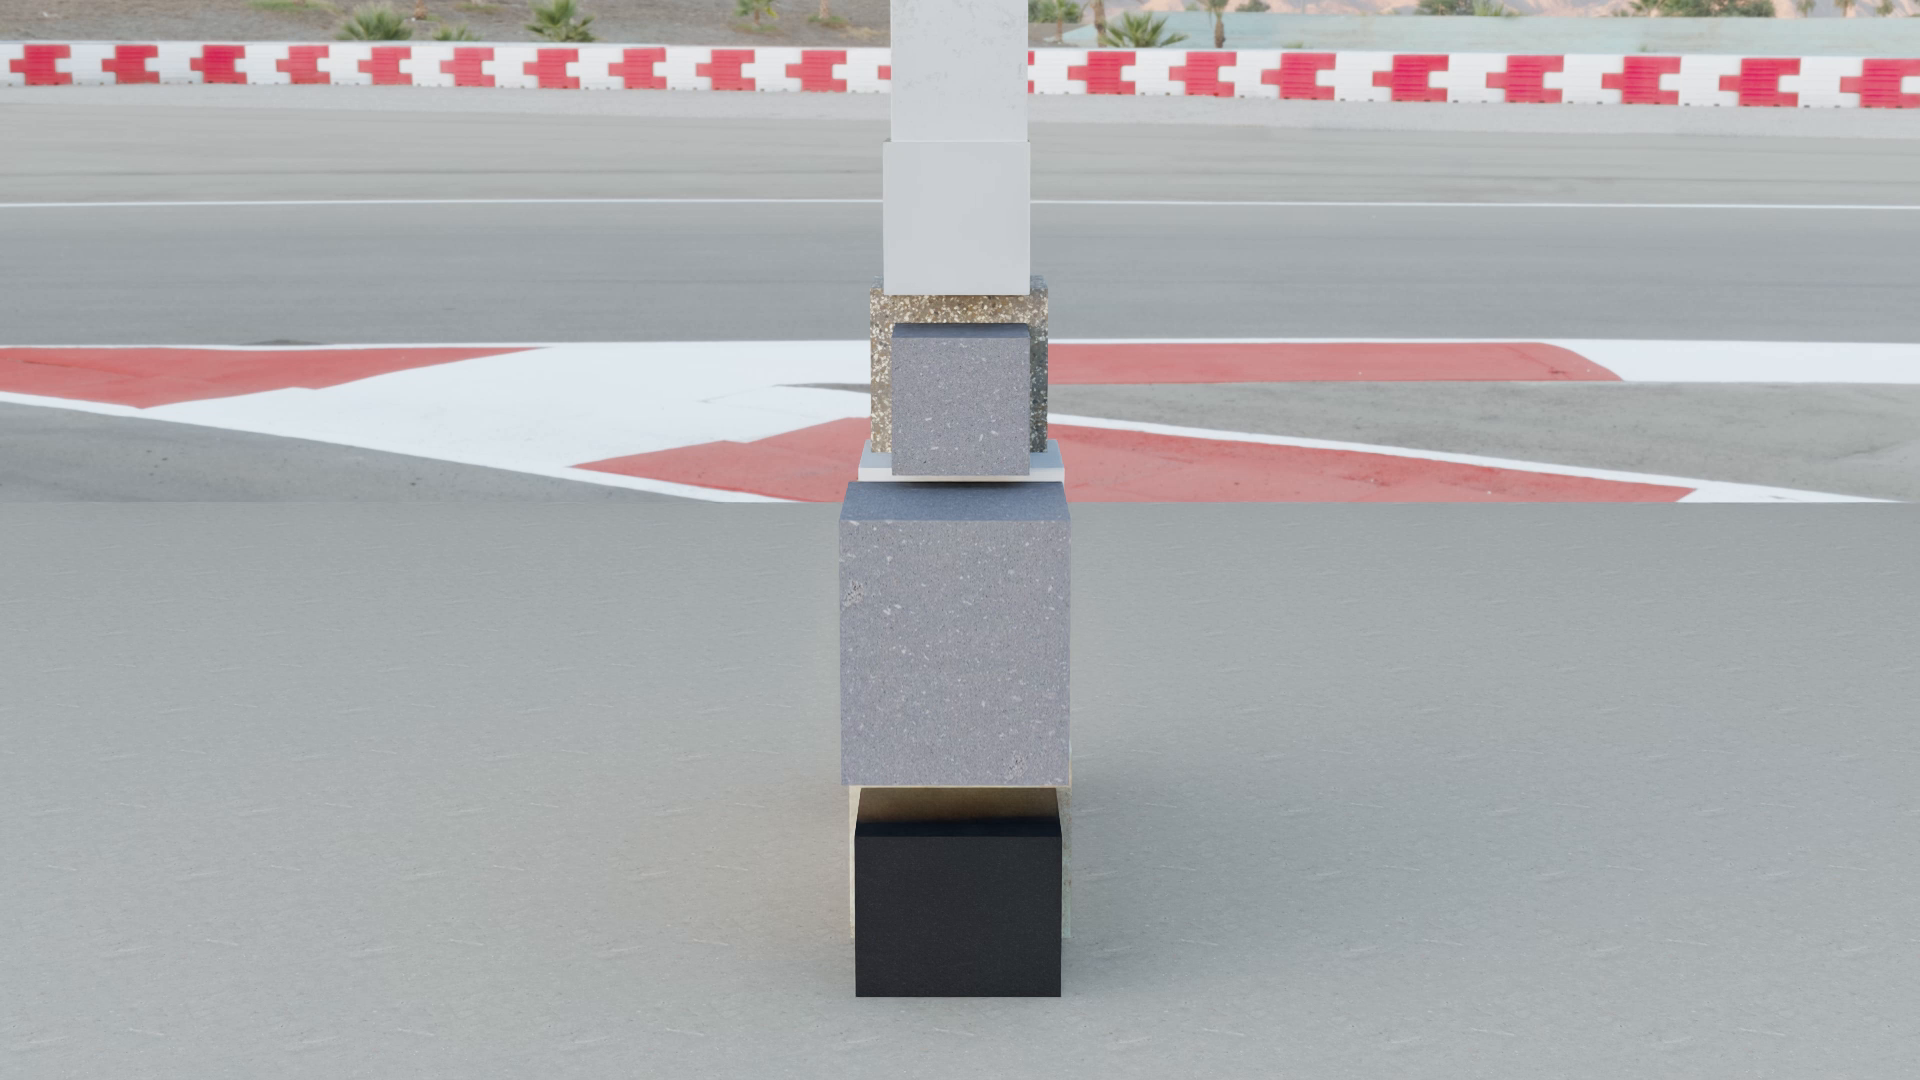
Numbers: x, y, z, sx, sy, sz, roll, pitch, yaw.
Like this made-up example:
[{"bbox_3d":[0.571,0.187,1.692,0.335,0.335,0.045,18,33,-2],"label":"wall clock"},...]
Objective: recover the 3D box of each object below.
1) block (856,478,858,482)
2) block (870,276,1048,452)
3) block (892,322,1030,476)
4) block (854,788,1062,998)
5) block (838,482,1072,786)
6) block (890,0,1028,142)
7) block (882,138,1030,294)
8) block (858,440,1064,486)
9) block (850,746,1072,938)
[{"bbox_3d":[-0.005,0.045,12.098,0.917,0.815,1.021,0,9,0],"label":"block"},{"bbox_3d":[-0.004,-0.790,11.367,0.760,0.706,0.731,0,10,0],"label":"block"},{"bbox_3d":[0.003,-0.595,10.696,0.560,0.562,0.640,0,10,0],"label":"block"},{"bbox_3d":[-0.007,1.384,10.157,0.792,0.642,0.679,0,10,0],"label":"block"},{"bbox_3d":[-0.019,0.354,10.281,0.882,1.044,0.907,0,11,0],"label":"block"},{"bbox_3d":[-0.002,-2.003,10.816,0.564,0.623,0.526,0,10,0],"label":"block"},{"bbox_3d":[-0.014,-1.388,10.928,0.606,0.627,0.704,0,10,0],"label":"block"},{"bbox_3d":[0.006,0.120,11.144,0.854,1.006,0.847,0,10,0],"label":"block"},{"bbox_3d":[0.002,1.172,10.908,0.906,0.791,0.854,0,10,0],"label":"block"}]
